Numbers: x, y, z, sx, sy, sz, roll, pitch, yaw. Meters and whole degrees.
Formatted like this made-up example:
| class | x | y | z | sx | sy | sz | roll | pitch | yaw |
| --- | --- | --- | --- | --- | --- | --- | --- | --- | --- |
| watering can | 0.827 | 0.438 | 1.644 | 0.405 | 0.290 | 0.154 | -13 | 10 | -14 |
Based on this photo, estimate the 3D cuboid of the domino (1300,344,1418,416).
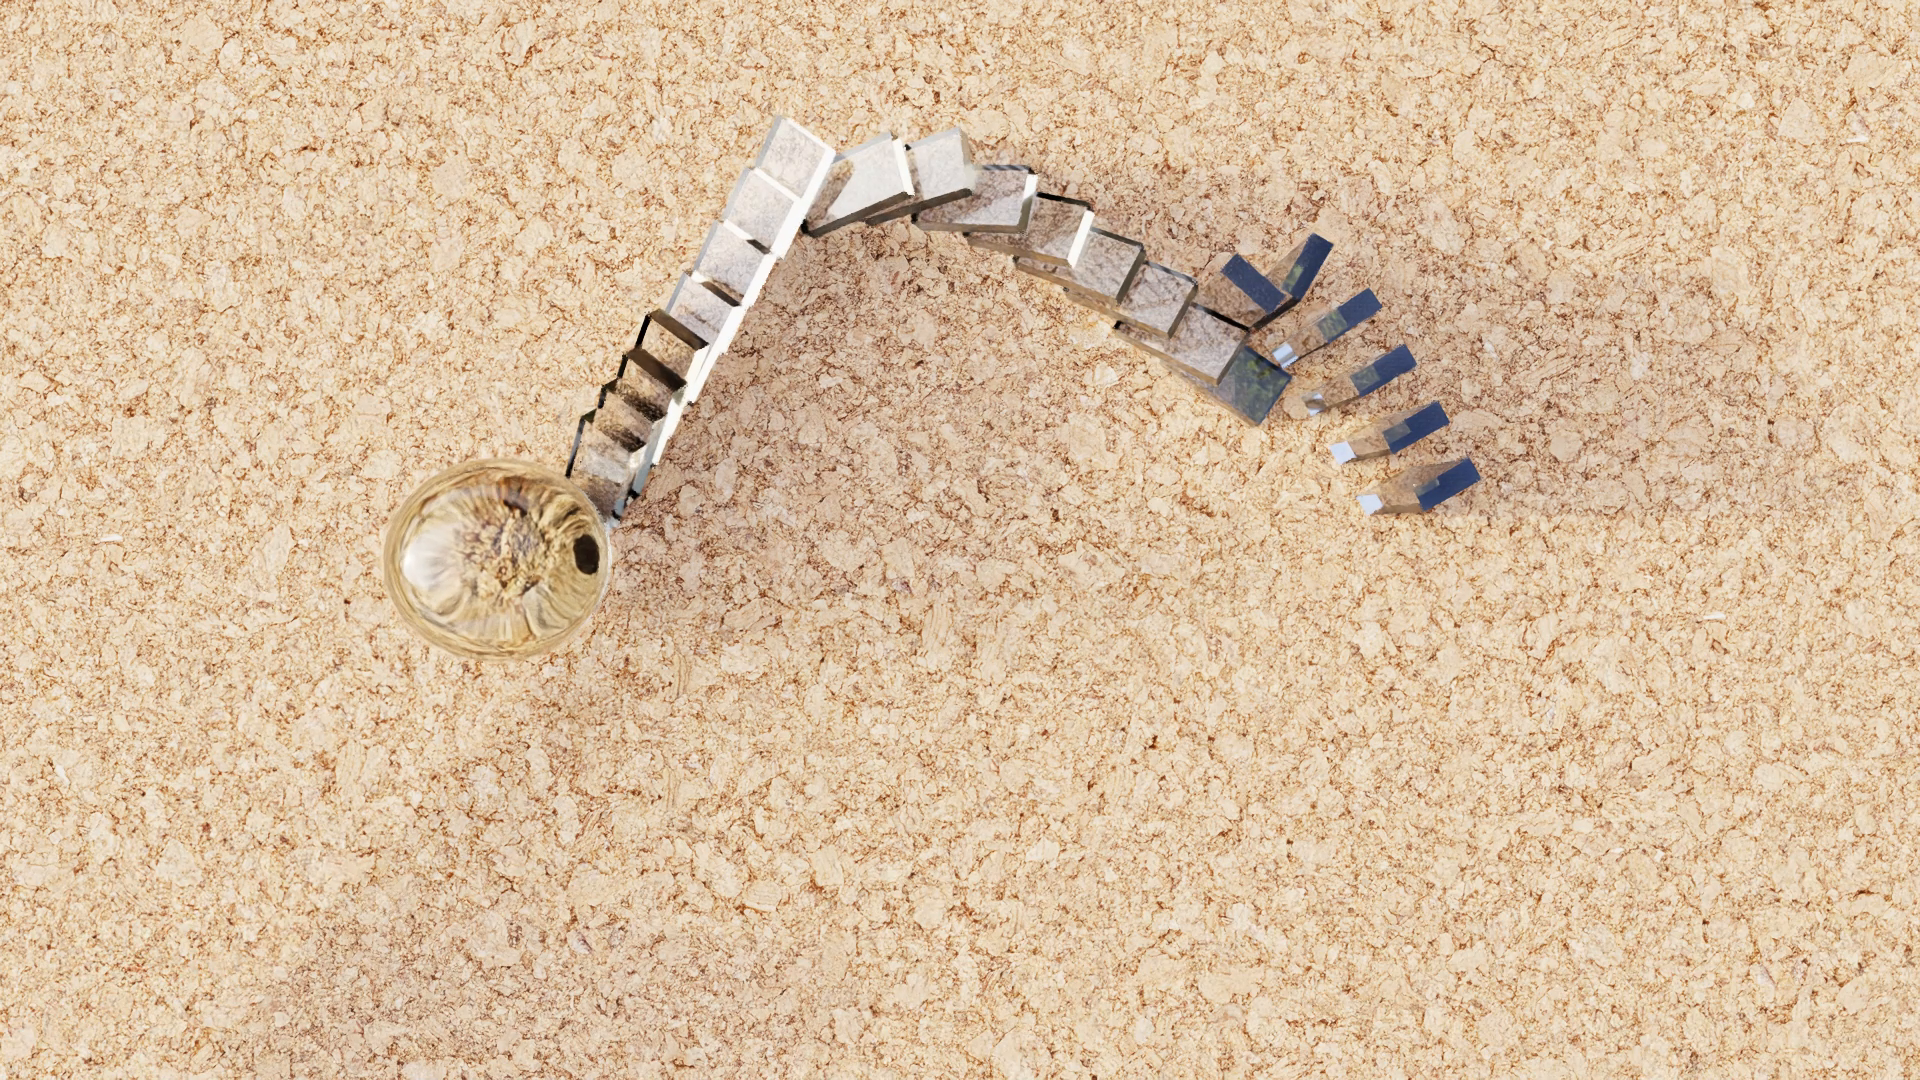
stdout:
| class | x | y | z | sx | sy | sz | roll | pitch | yaw |
| --- | --- | --- | --- | --- | --- | --- | --- | --- | --- |
| domino | 0.162 | -0.065 | 0.375 | 0.025 | 0.050 | 0.010 | -30 | 90 | 0 |

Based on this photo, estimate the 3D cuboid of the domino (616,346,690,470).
| class | x | y | z | sx | sy | sz | roll | pitch | yaw |
| --- | --- | --- | --- | --- | --- | --- | --- | --- | --- |
| domino | -0.132 | -0.053 | 0.380 | 0.025 | 0.010 | 0.050 | 37 | 130 | -1 |

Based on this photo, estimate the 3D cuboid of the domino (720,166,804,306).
| class | x | y | z | sx | sy | sz | roll | pitch | yaw |
| --- | --- | --- | --- | --- | --- | --- | --- | --- | --- |
| domino | -0.089 | -0.127 | 0.385 | 0.025 | 0.009 | 0.050 | 36 | 115 | 2 |

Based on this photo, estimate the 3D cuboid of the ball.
| class | x | y | z | sx | sy | sz | roll | pitch | yaw |
| --- | --- | --- | --- | --- | --- | --- | --- | --- | --- |
| ball | -0.180 | 0.008 | 0.360 | 0.080 | 0.080 | 0.080 | 0 | 90 | 0 |

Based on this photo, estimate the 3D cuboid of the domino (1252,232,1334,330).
| class | x | y | z | sx | sy | sz | roll | pitch | yaw |
| --- | --- | --- | --- | --- | --- | --- | --- | --- | --- |
| domino | 0.133 | -0.105 | 0.375 | 0.010 | 0.050 | 0.025 | 30 | 90 | 0 |

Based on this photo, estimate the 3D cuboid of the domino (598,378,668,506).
| class | x | y | z | sx | sy | sz | roll | pitch | yaw |
| --- | --- | --- | --- | --- | --- | --- | --- | --- | --- |
| domino | -0.140 | -0.040 | 0.380 | 0.025 | 0.009 | 0.050 | 36 | 130 | 0 |

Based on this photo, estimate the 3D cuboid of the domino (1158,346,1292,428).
| class | x | y | z | sx | sy | sz | roll | pitch | yaw |
| --- | --- | --- | --- | --- | --- | --- | --- | --- | --- |
| domino | 0.114 | -0.073 | 0.395 | 0.050 | 0.009 | 0.025 | 34 | 90 | 0 |

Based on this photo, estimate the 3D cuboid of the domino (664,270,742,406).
| class | x | y | z | sx | sy | sz | roll | pitch | yaw |
| --- | --- | --- | --- | --- | --- | --- | --- | --- | --- |
| domino | -0.114 | -0.084 | 0.386 | 0.025 | 0.009 | 0.050 | 35 | 114 | 0 |

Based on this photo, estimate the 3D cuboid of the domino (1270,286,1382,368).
| class | x | y | z | sx | sy | sz | roll | pitch | yaw |
| --- | --- | --- | --- | --- | --- | --- | --- | --- | --- |
| domino | 0.149 | -0.086 | 0.375 | 0.025 | 0.050 | 0.010 | -34 | 90 | 0 |

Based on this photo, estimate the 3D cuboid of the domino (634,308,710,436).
| class | x | y | z | sx | sy | sz | roll | pitch | yaw |
| --- | --- | --- | --- | --- | --- | --- | --- | --- | --- |
| domino | -0.125 | -0.068 | 0.382 | 0.025 | 0.009 | 0.050 | 36 | 125 | 0 |

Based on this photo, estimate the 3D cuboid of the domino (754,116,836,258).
| class | x | y | z | sx | sy | sz | roll | pitch | yaw |
| --- | --- | --- | --- | --- | --- | --- | --- | --- | --- |
| domino | -0.075 | -0.147 | 0.384 | 0.025 | 0.009 | 0.050 | 37 | 115 | 4 |

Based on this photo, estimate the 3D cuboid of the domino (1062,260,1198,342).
| class | x | y | z | sx | sy | sz | roll | pitch | yaw |
| --- | --- | --- | --- | --- | --- | --- | --- | --- | --- |
| domino | 0.072 | -0.106 | 0.386 | 0.050 | 0.009 | 0.025 | 29 | 90 | 22 |

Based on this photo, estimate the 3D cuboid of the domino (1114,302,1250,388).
| class | x | y | z | sx | sy | sz | roll | pitch | yaw |
| --- | --- | --- | --- | --- | --- | --- | --- | --- | --- |
| domino | 0.093 | -0.087 | 0.386 | 0.050 | 0.009 | 0.025 | 33 | 90 | 22 |

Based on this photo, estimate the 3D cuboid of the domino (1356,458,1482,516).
| class | x | y | z | sx | sy | sz | roll | pitch | yaw |
| --- | --- | --- | --- | --- | --- | --- | --- | --- | --- |
| domino | 0.186 | -0.021 | 0.375 | 0.025 | 0.050 | 0.010 | -30 | 90 | 0 |

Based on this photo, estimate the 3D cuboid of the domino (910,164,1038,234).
| class | x | y | z | sx | sy | sz | roll | pitch | yaw |
| --- | --- | --- | --- | --- | --- | --- | --- | --- | --- |
| domino | 0.005 | -0.143 | 0.385 | 0.050 | 0.010 | 0.025 | 11 | 90 | 25 |

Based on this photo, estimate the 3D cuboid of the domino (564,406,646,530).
| class | x | y | z | sx | sy | sz | roll | pitch | yaw |
| --- | --- | --- | --- | --- | --- | --- | --- | --- | --- |
| domino | -0.149 | -0.028 | 0.380 | 0.025 | 0.010 | 0.050 | 36 | 130 | 0 |

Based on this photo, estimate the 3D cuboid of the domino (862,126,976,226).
| class | x | y | z | sx | sy | sz | roll | pitch | yaw |
| --- | --- | --- | --- | --- | --- | --- | --- | --- | --- |
| domino | -0.020 | -0.152 | 0.385 | 0.050 | 0.009 | 0.025 | -8 | 89 | 24 |

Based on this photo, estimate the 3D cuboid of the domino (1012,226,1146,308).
| class | x | y | z | sx | sy | sz | roll | pitch | yaw |
| --- | --- | --- | --- | --- | --- | --- | --- | --- | --- |
| domino | 0.050 | -0.119 | 0.386 | 0.050 | 0.009 | 0.025 | 27 | 90 | 22 |

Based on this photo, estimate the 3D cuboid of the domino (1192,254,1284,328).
| class | x | y | z | sx | sy | sz | roll | pitch | yaw |
| --- | --- | --- | --- | --- | --- | --- | --- | --- | --- |
| domino | 0.112 | -0.098 | 0.375 | 0.025 | 0.050 | 0.010 | 41 | 90 | 0 |

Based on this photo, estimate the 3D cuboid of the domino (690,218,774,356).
| class | x | y | z | sx | sy | sz | roll | pitch | yaw |
| --- | --- | --- | --- | --- | --- | --- | --- | --- | --- |
| domino | -0.101 | -0.105 | 0.385 | 0.025 | 0.010 | 0.050 | 35 | 115 | 0 |

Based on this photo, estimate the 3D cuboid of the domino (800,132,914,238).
| class | x | y | z | sx | sy | sz | roll | pitch | yaw |
| --- | --- | --- | --- | --- | --- | --- | --- | --- | --- |
| domino | -0.046 | -0.149 | 0.386 | 0.050 | 0.009 | 0.025 | -14 | 90 | 23 |

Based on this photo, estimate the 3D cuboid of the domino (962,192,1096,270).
| class | x | y | z | sx | sy | sz | roll | pitch | yaw |
| --- | --- | --- | --- | --- | --- | --- | --- | --- | --- |
| domino | 0.028 | -0.133 | 0.386 | 0.050 | 0.010 | 0.025 | 21 | 90 | 24 |

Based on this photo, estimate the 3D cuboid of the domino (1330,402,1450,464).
| class | x | y | z | sx | sy | sz | roll | pitch | yaw |
| --- | --- | --- | --- | --- | --- | --- | --- | --- | --- |
| domino | 0.174 | -0.043 | 0.375 | 0.025 | 0.050 | 0.009 | -29 | 90 | 0 |
